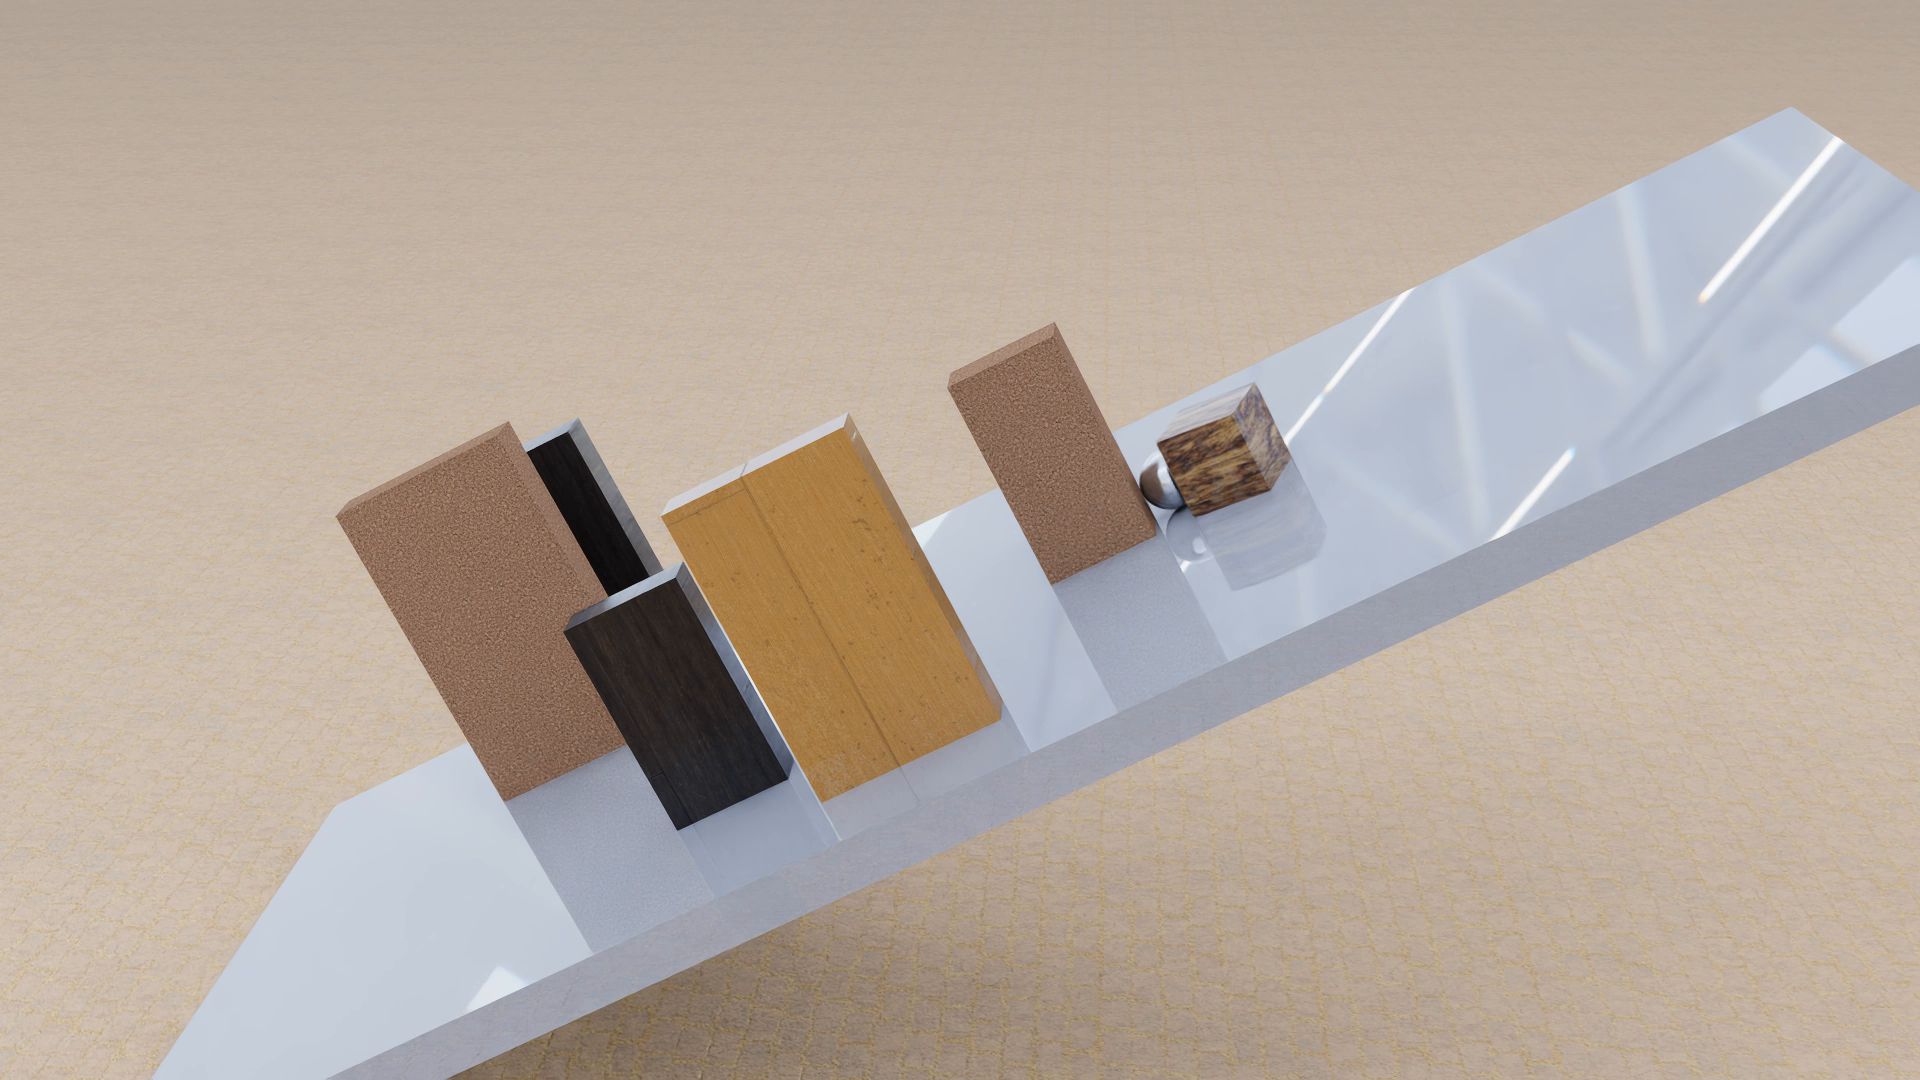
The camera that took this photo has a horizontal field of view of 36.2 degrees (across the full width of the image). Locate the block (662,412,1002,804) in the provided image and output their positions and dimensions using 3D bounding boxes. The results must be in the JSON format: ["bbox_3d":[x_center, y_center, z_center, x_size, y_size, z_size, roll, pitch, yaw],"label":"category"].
[{"bbox_3d":[-0.238,0.132,5.572,0.386,0.639,0.109,-26,14,10],"label":"block"}]

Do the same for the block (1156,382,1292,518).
[{"bbox_3d":[0.555,-0.189,6.175,0.182,0.182,0.182,-20,16,29],"label":"block"}]

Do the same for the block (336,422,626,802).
[{"bbox_3d":[-1.036,0.168,6.714,0.423,0.768,0.126,-26,14,10],"label":"block"}]

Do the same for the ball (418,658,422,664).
[{"bbox_3d":[-1.529,0.308,8.783,0.200,0.200,0.200,0,17,0],"label":"ball"}]

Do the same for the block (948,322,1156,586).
[{"bbox_3d":[0.196,-0.182,6.211,0.247,0.481,0.134,-26,14,10],"label":"block"}]

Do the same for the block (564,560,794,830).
[{"bbox_3d":[-0.561,0.314,5.893,0.255,0.471,0.109,-26,14,10],"label":"block"}]

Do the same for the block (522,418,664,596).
[{"bbox_3d":[-0.926,0.084,7.050,0.364,0.654,0.135,-26,14,10],"label":"block"}]

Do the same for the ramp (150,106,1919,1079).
[{"bbox_3d":[0.139,0.168,6.281,4.000,0.100,2.000,-26,14,10],"label":"ramp"}]

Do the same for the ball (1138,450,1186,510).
[{"bbox_3d":[0.447,-0.130,6.278,0.131,0.131,0.131,0,17,0],"label":"ball"}]
